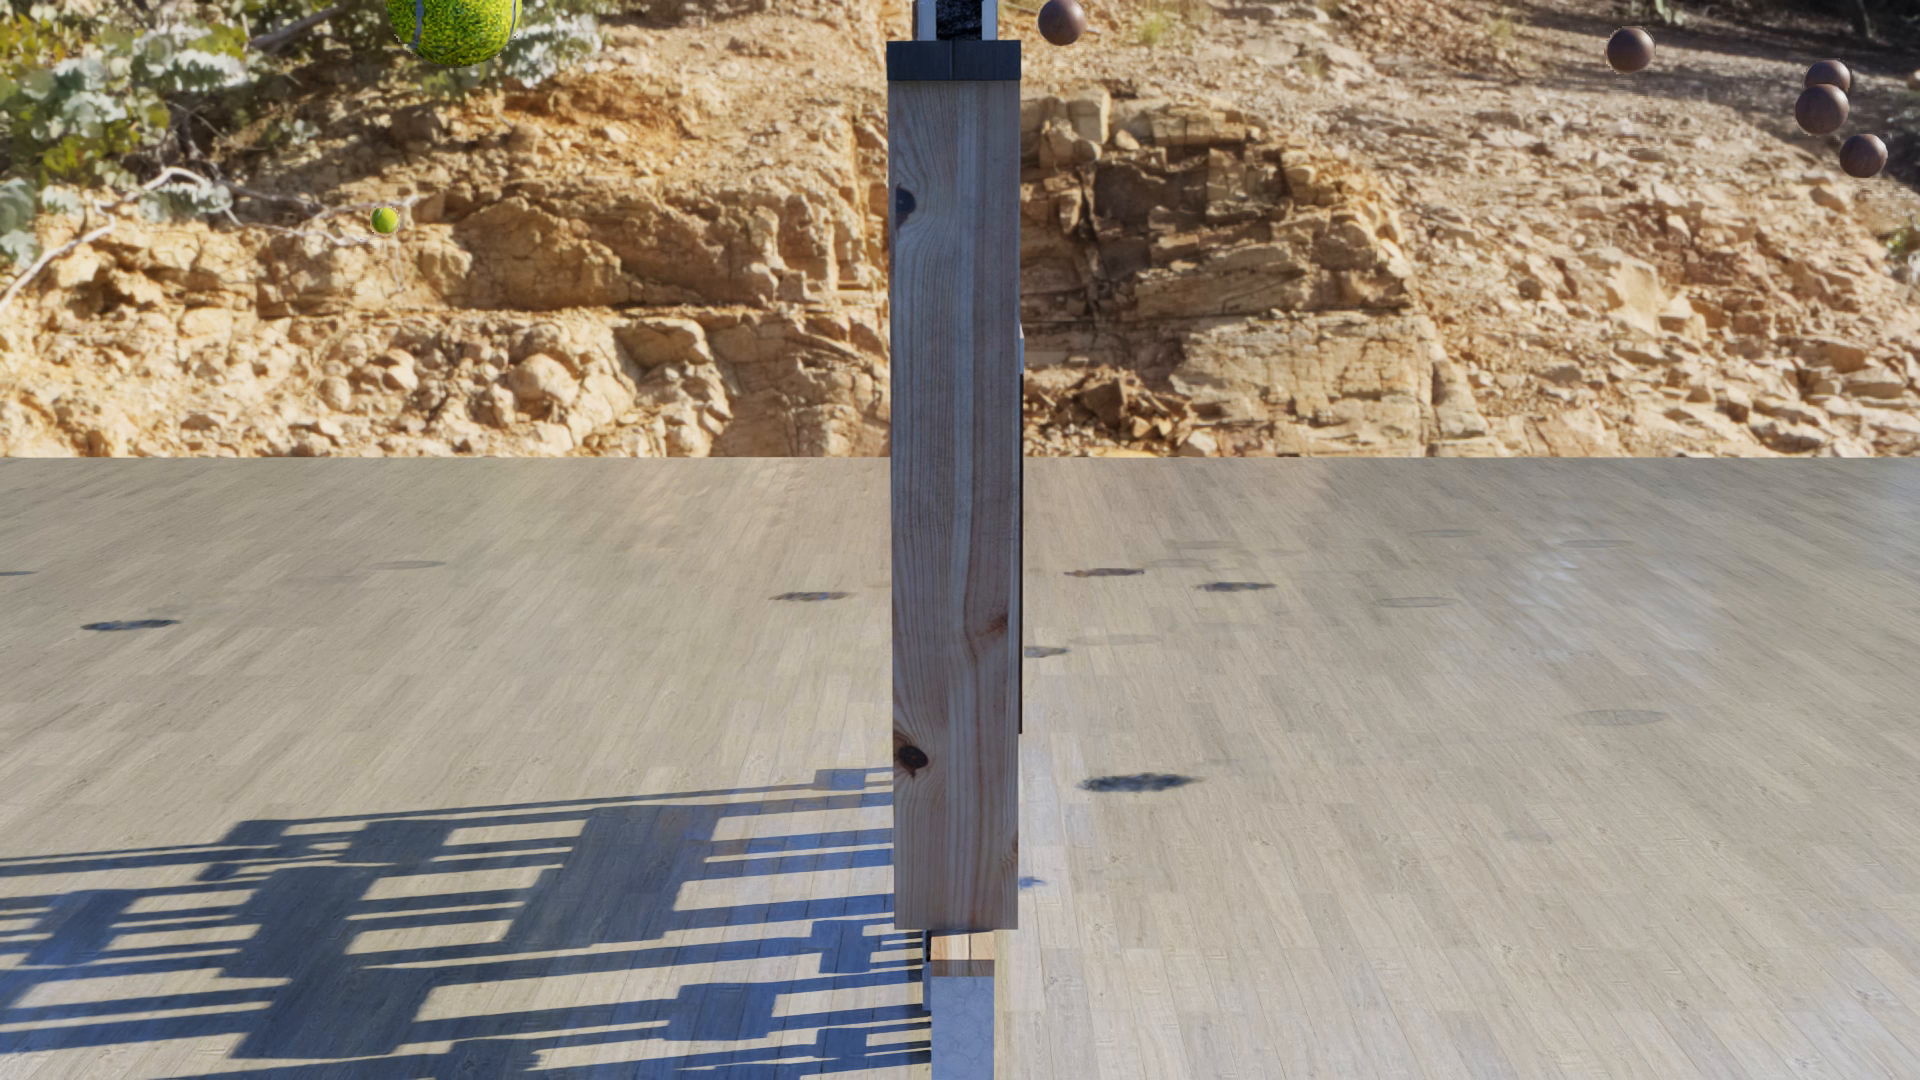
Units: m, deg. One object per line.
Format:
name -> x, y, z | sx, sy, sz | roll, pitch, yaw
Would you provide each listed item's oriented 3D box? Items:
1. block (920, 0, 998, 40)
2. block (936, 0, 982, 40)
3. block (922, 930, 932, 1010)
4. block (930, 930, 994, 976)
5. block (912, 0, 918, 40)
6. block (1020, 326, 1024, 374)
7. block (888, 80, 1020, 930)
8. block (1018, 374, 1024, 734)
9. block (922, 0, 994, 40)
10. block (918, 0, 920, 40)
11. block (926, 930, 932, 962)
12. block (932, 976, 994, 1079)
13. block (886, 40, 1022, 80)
block -> -0.002, -0.738, 3.188 | 0.112, 0.223, 0.032 | 0, 10, 0
block -> -0.001, -0.702, 2.850 | 0.059, 0.119, 0.017 | 0, 10, 0
block -> -0.003, 0.578, 3.176 | 0.102, 0.203, 0.029 | 0, 11, 0
block -> 0.003, 0.543, 2.947 | 0.083, 0.024, 0.166 | 0, 10, 0
block -> -0.008, -0.724, 3.685 | 0.140, 0.448, 0.040 | 0, 10, 0
block -> 0.003, -0.276, 3.104 | 0.167, 0.047, 0.335 | 0, 10, 0
block -> -0.006, -0.030, 2.893 | 0.167, 1.123, 0.047 | 0, 10, 0
block -> 0.003, 0.017, 3.045 | 0.167, 0.507, 0.047 | 0, 10, 0
block -> -0.002, -0.764, 2.977 | 0.098, 0.195, 0.028 | 0, 11, 0
block -> -0.004, -0.741, 3.420 | 0.122, 0.244, 0.035 | 0, 11, -1
block -> -0.006, 0.444, 3.048 | 0.084, 0.287, 0.024 | 0, 10, 0
block -> 0.004, 0.646, 2.910 | 0.083, 0.166, 0.024 | 0, 11, 0
block -> -0.008, -0.626, 2.897 | 0.167, 0.047, 0.335 | 0, 10, 0
